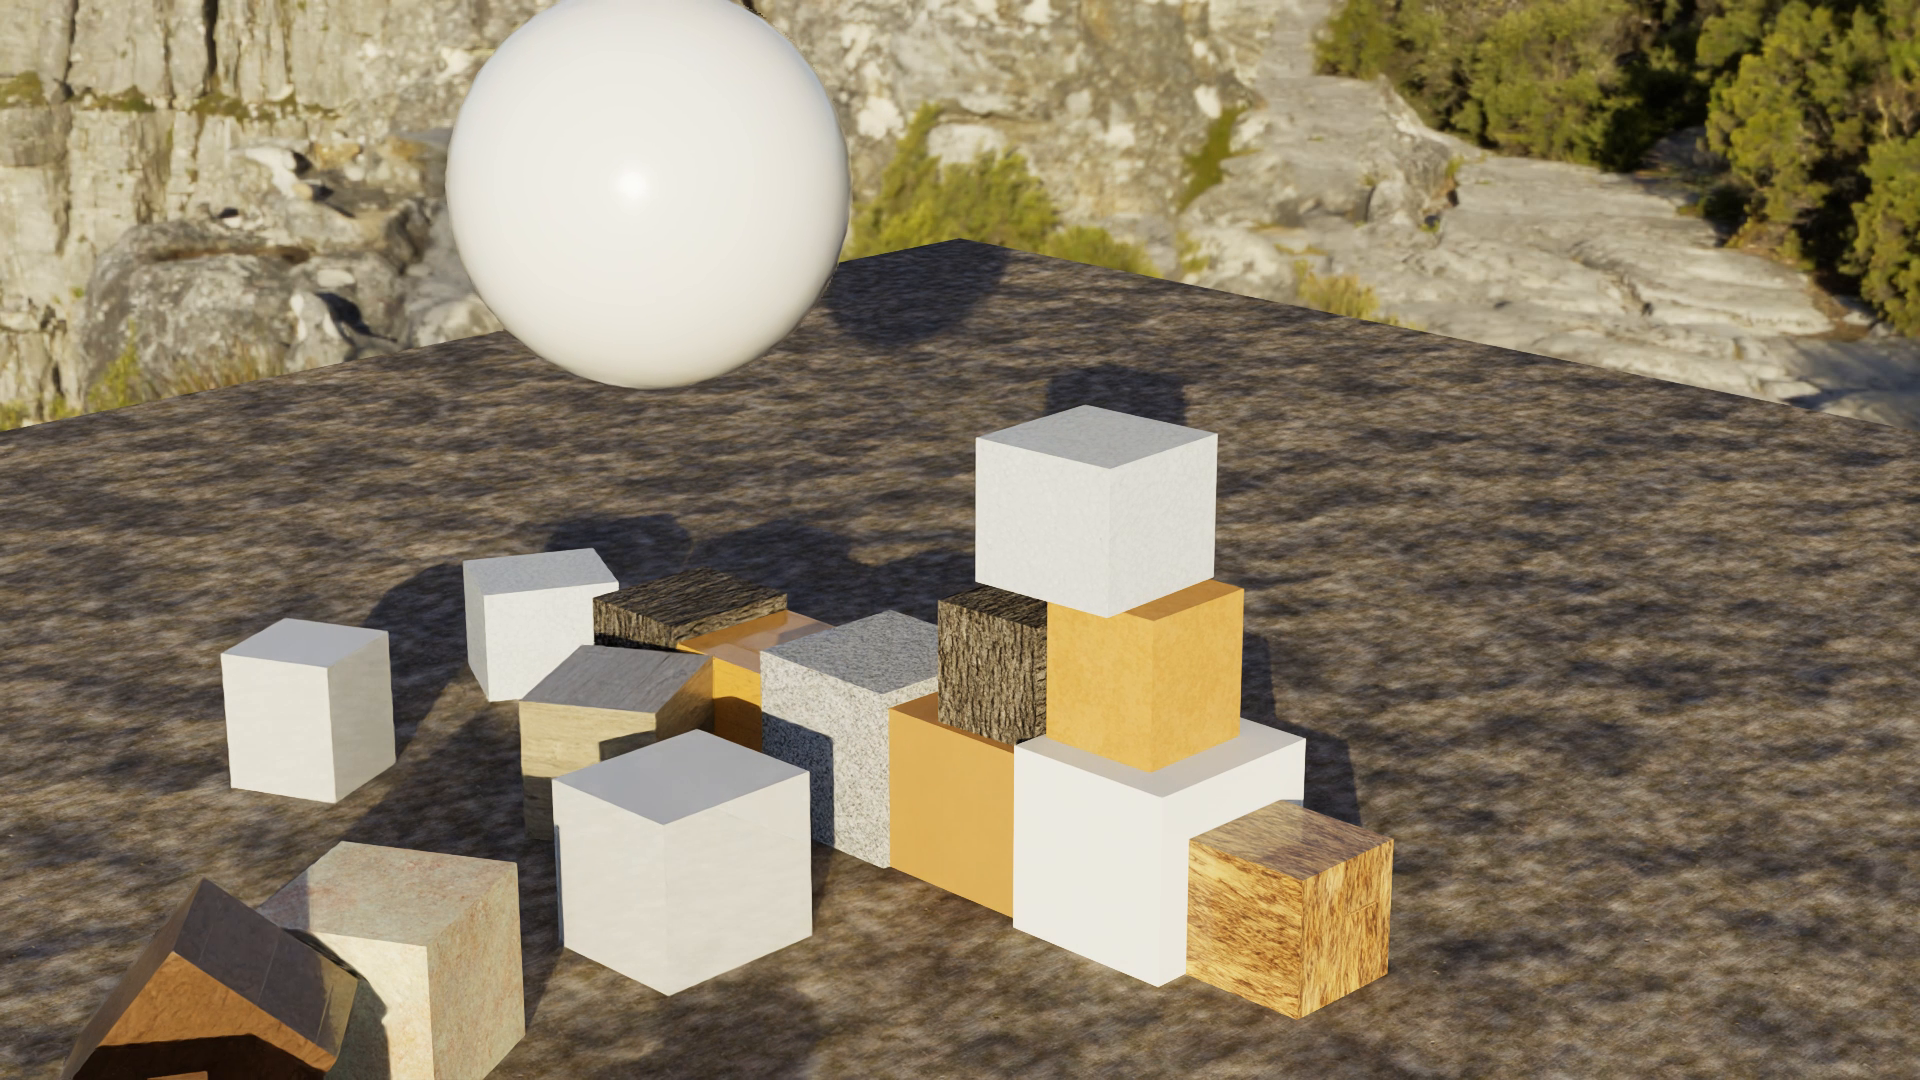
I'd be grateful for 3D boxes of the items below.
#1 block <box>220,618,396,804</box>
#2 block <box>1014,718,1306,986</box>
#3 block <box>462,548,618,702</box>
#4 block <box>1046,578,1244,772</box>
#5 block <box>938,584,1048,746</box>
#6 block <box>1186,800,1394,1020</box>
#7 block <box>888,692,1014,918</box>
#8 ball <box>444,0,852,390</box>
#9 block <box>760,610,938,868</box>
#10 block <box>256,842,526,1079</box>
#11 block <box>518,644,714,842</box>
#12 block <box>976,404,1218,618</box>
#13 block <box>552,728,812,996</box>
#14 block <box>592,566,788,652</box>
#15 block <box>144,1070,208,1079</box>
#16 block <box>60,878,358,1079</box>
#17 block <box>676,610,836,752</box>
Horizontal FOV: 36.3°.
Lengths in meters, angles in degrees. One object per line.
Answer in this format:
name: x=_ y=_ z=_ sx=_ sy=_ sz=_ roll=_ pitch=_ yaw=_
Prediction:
block: x=-3.218 y=0.837 z=14.515 sx=0.592 sy=0.700 sz=0.568 roll=6 pitch=18 yaw=19
block: x=0.868 y=1.284 z=12.829 sx=0.844 sy=0.857 sz=0.950 roll=16 pitch=24 yaw=42
block: x=-2.268 y=0.453 z=15.911 sx=0.721 sy=0.596 sz=0.638 roll=-6 pitch=18 yaw=-18
block: x=0.796 y=0.534 z=12.658 sx=0.592 sy=0.677 sz=0.598 roll=16 pitch=24 yaw=41
block: x=0.323 y=0.529 z=13.097 sx=0.578 sy=0.576 sz=0.616 roll=15 pitch=23 yaw=40
block: x=1.389 y=1.549 z=12.378 sx=0.608 sy=0.622 sz=0.604 roll=-17 pitch=24 yaw=-42
block: x=0.275 y=1.136 z=13.428 sx=0.847 sy=0.780 sz=0.845 roll=-17 pitch=24 yaw=-42
ball: x=-1.229 y=-1.397 z=11.615 sx=1.600 sy=1.600 sz=1.600 roll=0 pitch=17 yaw=0
block: x=-0.347 y=0.929 z=13.962 sx=0.847 sy=0.855 sz=0.838 roll=-17 pitch=24 yaw=-42
block: x=-2.255 y=1.735 z=11.557 sx=0.775 sy=0.760 sz=0.809 roll=5 pitch=18 yaw=16
block: x=-1.629 y=0.986 z=14.048 sx=0.672 sy=0.694 sz=0.812 roll=4 pitch=18 yaw=13
block: x=0.584 y=-0.137 z=12.590 sx=0.730 sy=0.645 sz=0.733 roll=15 pitch=23 yaw=39
block: x=-1.195 y=1.376 z=12.679 sx=0.729 sy=0.772 sz=0.823 roll=16 pitch=24 yaw=41
block: x=-1.370 y=0.650 z=14.985 sx=0.742 sy=0.773 sz=0.645 roll=-17 pitch=24 yaw=-42
block: x=-2.785 y=2.337 z=9.481 sx=0.782 sy=0.856 sz=0.807 roll=-5 pitch=18 yaw=-16
block: x=-2.751 y=1.846 z=10.684 sx=0.697 sy=0.797 sz=0.665 roll=37 pitch=10 yaw=-14
block: x=-0.891 y=0.835 z=14.537 sx=0.726 sy=0.691 sz=0.701 roll=-17 pitch=24 yaw=-42
